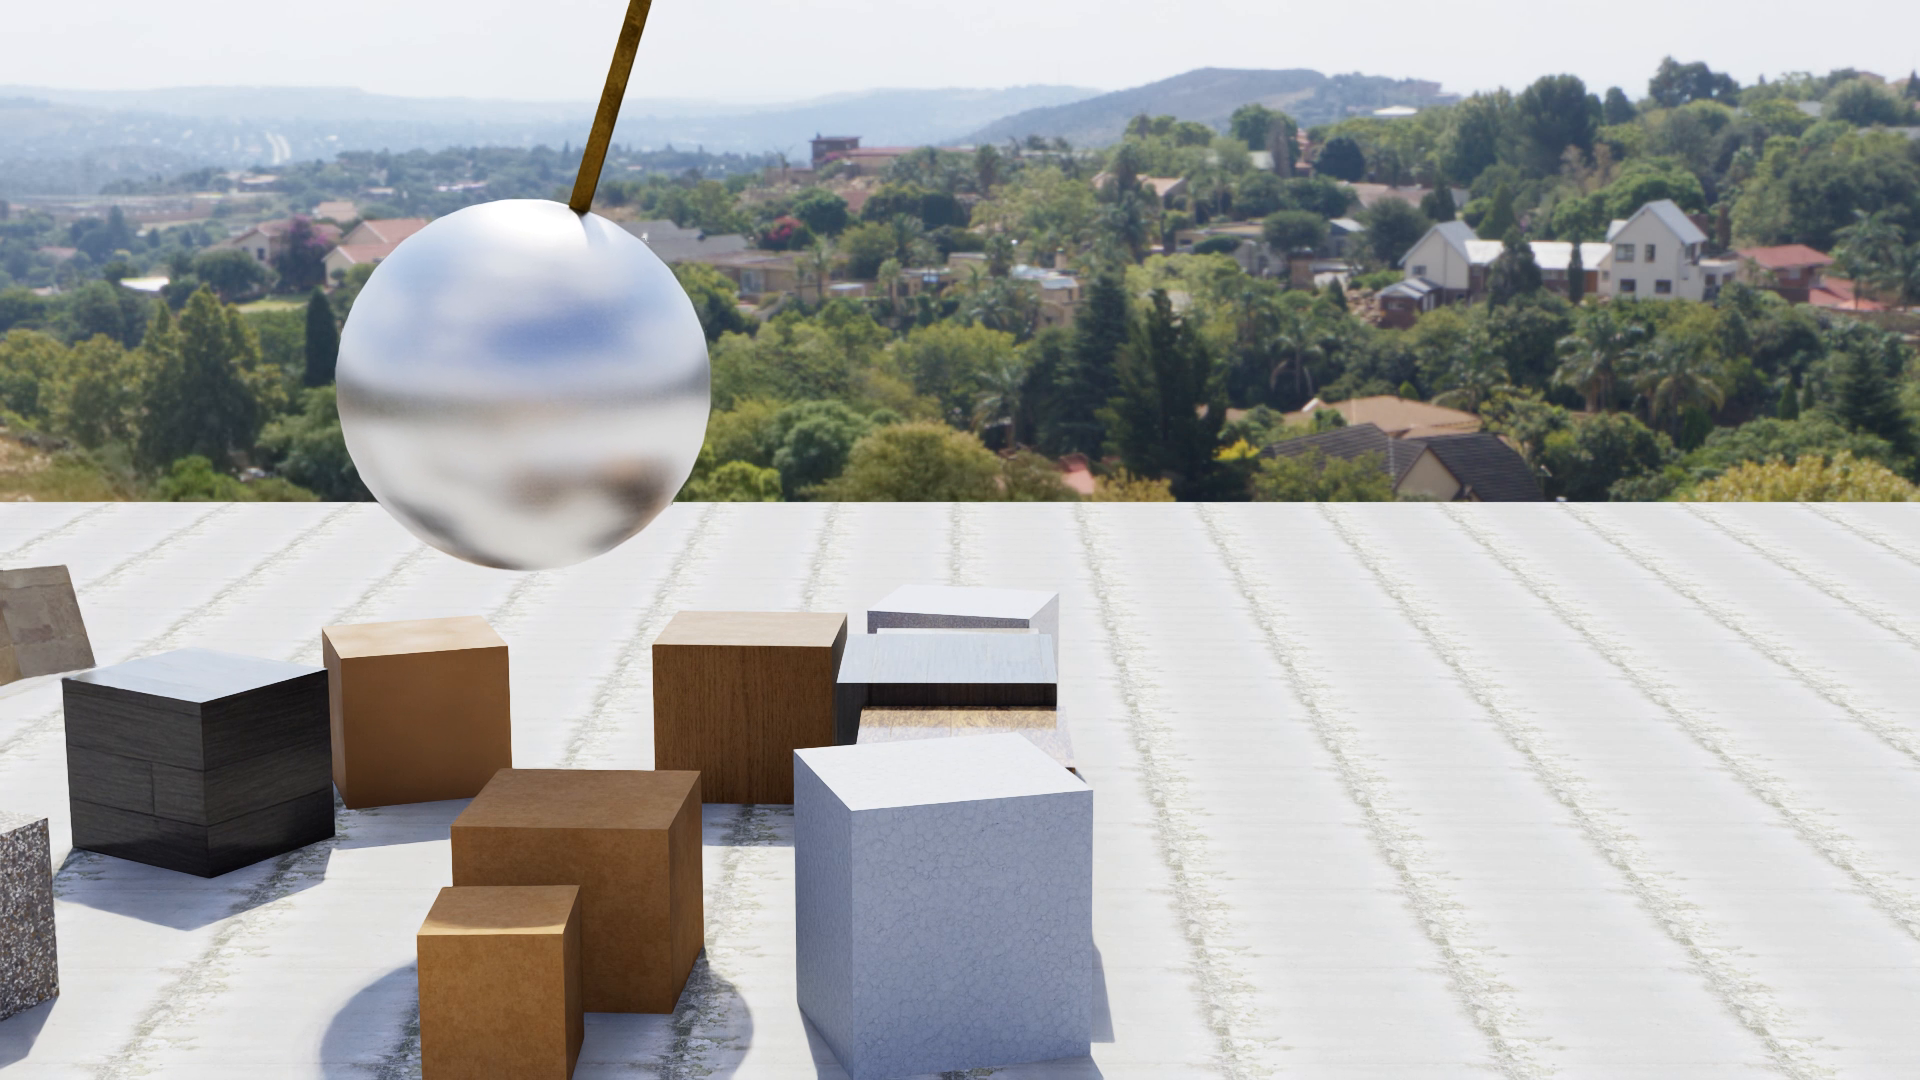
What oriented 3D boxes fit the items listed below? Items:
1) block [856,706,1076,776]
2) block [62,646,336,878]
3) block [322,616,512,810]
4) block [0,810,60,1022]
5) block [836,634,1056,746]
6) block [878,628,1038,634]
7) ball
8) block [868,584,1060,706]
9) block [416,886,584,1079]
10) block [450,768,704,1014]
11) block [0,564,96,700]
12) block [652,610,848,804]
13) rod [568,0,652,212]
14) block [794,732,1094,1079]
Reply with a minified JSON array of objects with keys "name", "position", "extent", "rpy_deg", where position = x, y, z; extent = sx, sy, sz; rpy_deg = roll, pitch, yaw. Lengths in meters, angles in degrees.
[{"name":"block","position":[0.016,1.211,10.558],"extent":[0.867,0.840,0.980],"rpy_deg":[0,10,0]},{"name":"block","position":[-3.497,1.003,11.810],"extent":[0.901,0.800,0.764],"rpy_deg":[6,12,31]},{"name":"block","position":[-2.718,0.845,12.822],"extent":[0.804,0.750,0.767],"rpy_deg":[-4,11,-20]},{"name":"block","position":[-4.014,1.446,9.623],"extent":[0.808,0.712,0.839],"rpy_deg":[5,11,23]},{"name":"block","position":[-0.053,0.986,11.515],"extent":[0.941,0.941,0.968],"rpy_deg":[0,10,0]},{"name":"block","position":[-0.009,0.899,12.423],"extent":[0.797,0.786,0.812],"rpy_deg":[0,10,0]},{"name":"ball","position":[-1.873,-0.663,11.060],"extent":[1.600,1.600,1.600],"rpy_deg":[0,10,0]},{"name":"block","position":[0.025,0.720,13.294],"extent":[0.843,0.826,0.701],"rpy_deg":[3,11,14]},{"name":"block","position":[-1.628,1.597,9.147],"extent":[0.500,0.585,0.535],"rpy_deg":[0,10,-2]},{"name":"block","position":[-1.479,1.360,10.061],"extent":[0.822,0.725,0.818],"rpy_deg":[1,10,3]},{"name":"block","position":[-4.437,0.452,11.771],"extent":[0.579,0.502,0.565],"rpy_deg":[-18,-2,15]},{"name":"block","position":[-1.031,0.825,12.814],"extent":[0.869,0.791,0.788],"rpy_deg":[1,10,3]},{"name":"rod","position":[-0.811,-3.841,10.482],"extent":[0.080,5.200,0.080],"rpy_deg":[18,10,-3]},{"name":"block","position":[-0.076,1.328,9.483],"extent":[0.890,0.994,0.849],"rpy_deg":[-3,11,-17]}]
